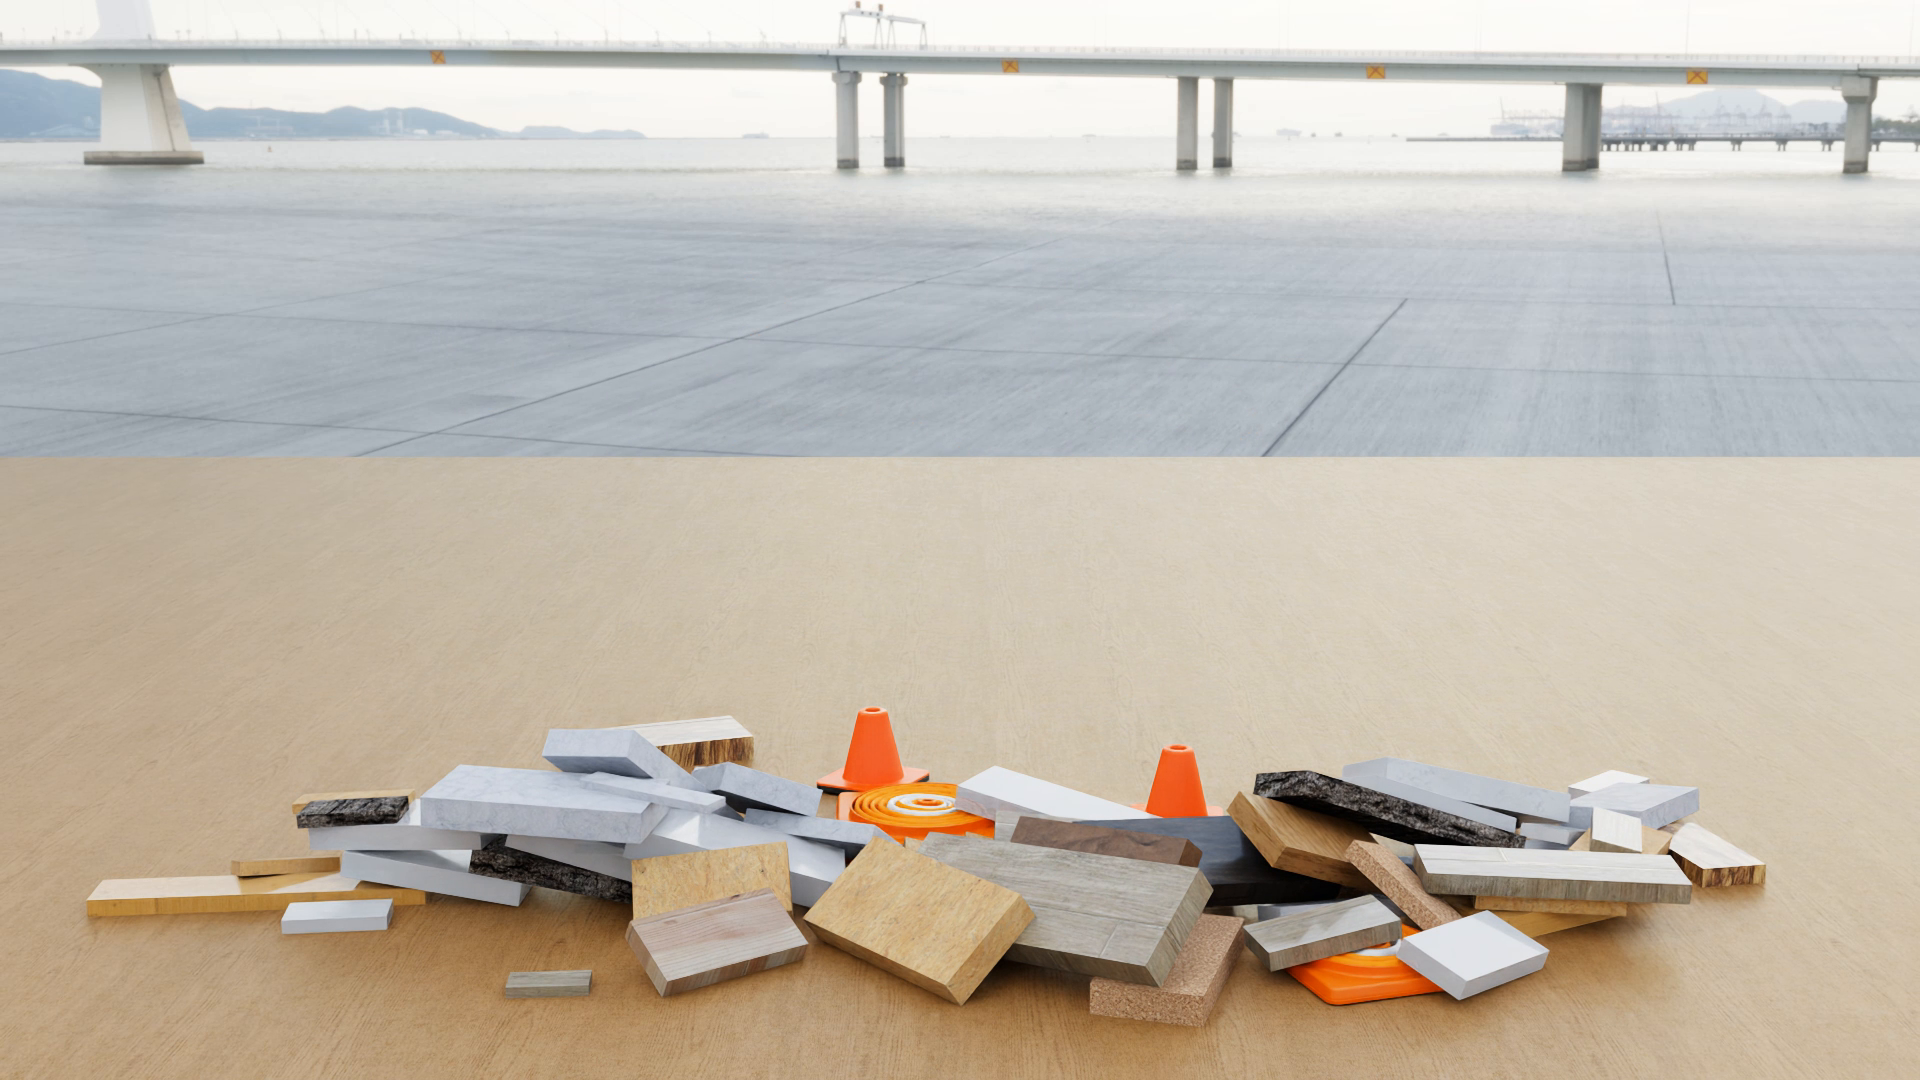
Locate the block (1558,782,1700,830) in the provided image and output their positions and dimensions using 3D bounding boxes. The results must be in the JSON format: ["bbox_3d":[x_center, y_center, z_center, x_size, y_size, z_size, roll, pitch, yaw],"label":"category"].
[{"bbox_3d":[1.216,0.486,3.989,0.150,0.043,0.301,0,3,37],"label":"block"}]

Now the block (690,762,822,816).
[{"bbox_3d":[-0.367,0.446,3.870,0.171,0.048,0.342,19,-13,-14],"label":"block"}]

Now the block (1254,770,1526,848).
[{"bbox_3d":[0.721,0.465,3.681,0.456,0.041,0.146,18,-16,-23],"label":"block"}]

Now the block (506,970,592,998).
[{"bbox_3d":[-0.608,0.658,3.257,0.121,0.017,0.060,-1,11,-4],"label":"block"}]

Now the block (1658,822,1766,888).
[{"bbox_3d":[1.281,0.545,3.819,0.117,0.033,0.233,-2,11,-12],"label":"block"}]

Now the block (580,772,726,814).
[{"bbox_3d":[-0.493,0.403,3.515,0.247,0.015,0.051,8,12,27],"label":"block"}]

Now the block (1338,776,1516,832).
[{"bbox_3d":[0.794,0.469,3.806,0.301,0.043,0.150,18,-16,-23],"label":"block"}]

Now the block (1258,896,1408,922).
[{"bbox_3d":[0.593,0.590,3.500,0.212,0.030,0.106,-2,-7,-12],"label":"block"}]

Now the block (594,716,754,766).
[{"bbox_3d":[-0.608,0.417,4.467,0.342,0.048,0.171,-4,11,-21],"label":"block"}]

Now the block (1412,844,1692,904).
[{"bbox_3d":[0.935,0.529,3.487,0.411,0.034,0.118,2,14,1],"label":"block"}]

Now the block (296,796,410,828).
[{"bbox_3d":[-1.001,0.449,3.630,0.163,0.023,0.081,-3,10,1],"label":"block"}]

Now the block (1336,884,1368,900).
[{"bbox_3d":[0.627,0.562,3.632,0.144,0.020,0.072,-14,37,-20],"label":"block"}]

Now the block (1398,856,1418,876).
[{"bbox_3d":[0.733,0.555,3.722,0.103,0.052,0.015,2,49,8],"label":"block"}]

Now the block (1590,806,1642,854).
[{"bbox_3d":[1.107,0.498,3.714,0.081,0.023,0.161,15,16,13],"label":"block"}]

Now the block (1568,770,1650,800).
[{"bbox_3d":[1.245,0.476,4.220,0.161,0.023,0.081,-10,14,-43],"label":"block"}]

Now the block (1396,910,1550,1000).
[{"bbox_3d":[0.768,0.618,3.287,0.233,0.033,0.117,-5,28,-45],"label":"block"}]

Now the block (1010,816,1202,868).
[{"bbox_3d":[0.200,0.525,3.376,0.330,0.165,0.047,2,-31,43],"label":"block"}]

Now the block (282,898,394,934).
[{"bbox_3d":[-0.998,0.604,3.530,0.163,0.023,0.081,-1,11,-7],"label":"block"}]

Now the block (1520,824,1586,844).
[{"bbox_3d":[1.025,0.504,3.771,0.081,0.023,0.161,7,-3,32],"label":"block"}]

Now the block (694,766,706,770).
[{"bbox_3d":[-0.471,0.476,4.207,0.099,0.028,0.198,0,11,2],"label":"block"}]

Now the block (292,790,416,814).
[{"bbox_3d":[-1.021,0.440,3.704,0.191,0.017,0.060,-3,10,3],"label":"block"}]

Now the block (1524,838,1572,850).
[{"bbox_3d":[1.039,0.548,3.805,0.233,0.033,0.117,-5,12,-25],"label":"block"}]

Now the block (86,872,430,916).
[{"bbox_3d":[-1.152,0.582,3.635,0.536,0.028,0.099,-1,11,-6],"label":"block"}]

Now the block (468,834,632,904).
[{"bbox_3d":[-0.655,0.539,3.665,0.296,0.042,0.148,12,10,-4],"label":"block"}]

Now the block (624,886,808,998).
[{"bbox_3d":[-0.367,0.606,3.330,0.248,0.035,0.124,-8,43,-37],"label":"block"}]

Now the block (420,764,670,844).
[{"bbox_3d":[-0.665,0.424,3.547,0.358,0.051,0.179,3,11,7],"label":"block"}]

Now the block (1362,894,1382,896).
[{"bbox_3d":[0.719,0.593,3.615,0.104,0.015,0.052,-3,11,-17],"label":"block"}]

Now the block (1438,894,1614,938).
[{"bbox_3d":[0.916,0.590,3.557,0.292,0.041,0.146,-6,12,-30],"label":"block"}]

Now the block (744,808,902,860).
[{"bbox_3d":[-0.235,0.509,3.766,0.248,0.035,0.124,4,-22,25],"label":"block"}]

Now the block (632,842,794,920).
[{"bbox_3d":[-0.393,0.555,3.486,0.247,0.035,0.124,-7,53,-2],"label":"block"}]

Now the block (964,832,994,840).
[{"bbox_3d":[0.102,0.544,3.645,0.202,0.029,0.101,15,20,-5],"label":"block"}]

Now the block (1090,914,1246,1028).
[{"bbox_3d":[0.315,0.636,3.296,0.165,0.047,0.330,3,11,17],"label":"block"}]

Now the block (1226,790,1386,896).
[{"bbox_3d":[0.578,0.492,3.546,0.292,0.041,0.146,19,21,-35],"label":"block"}]

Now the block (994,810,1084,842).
[{"bbox_3d":[0.169,0.498,3.574,0.230,0.033,0.115,6,29,0],"label":"block"}]

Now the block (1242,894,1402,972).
[{"bbox_3d":[0.546,0.592,3.318,0.212,0.030,0.106,-12,14,-12],"label":"block"}]

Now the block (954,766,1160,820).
[{"bbox_3d":[0.212,0.494,3.887,0.423,0.043,0.150,15,15,25],"label":"block"}]

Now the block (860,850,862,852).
[{"bbox_3d":[-0.064,0.558,3.564,0.202,0.101,0.029,1,-20,6],"label":"block"}]

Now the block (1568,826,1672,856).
[{"bbox_3d":[1.117,0.527,3.724,0.118,0.034,0.237,19,18,27],"label":"block"}]

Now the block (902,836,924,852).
[{"bbox_3d":[0.003,0.548,3.658,0.202,0.029,0.101,15,12,-6],"label":"block"}]

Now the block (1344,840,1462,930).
[{"bbox_3d":[0.706,0.553,3.444,0.106,0.030,0.212,18,21,-51],"label":"block"}]

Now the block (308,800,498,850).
[{"bbox_3d":[-0.911,0.472,3.657,0.296,0.042,0.148,-2,10,10],"label":"block"}]

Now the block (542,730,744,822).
[{"bbox_3d":[-0.530,0.426,3.743,0.171,0.048,0.382,-2,-31,27],"label":"block"}]

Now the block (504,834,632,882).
[{"bbox_3d":[-0.560,0.507,3.657,0.358,0.051,0.179,17,10,-4],"label":"block"}]

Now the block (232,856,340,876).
[{"bbox_3d":[-1.141,0.550,3.719,0.163,0.023,0.081,1,-6,-28],"label":"block"}]

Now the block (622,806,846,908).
[{"bbox_3d":[-0.369,0.517,3.631,0.358,0.051,0.179,16,10,-7],"label":"block"}]

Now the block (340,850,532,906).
[{"bbox_3d":[-0.864,0.543,3.671,0.296,0.042,0.148,10,10,0],"label":"block"}]

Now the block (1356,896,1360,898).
[{"bbox_3d":[0.600,0.579,3.671,0.144,0.020,0.072,-1,11,-7],"label":"block"}]

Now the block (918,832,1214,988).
[{"bbox_3d":[0.117,0.551,3.320,0.533,0.050,0.177,1,45,42],"label":"block"}]

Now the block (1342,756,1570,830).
[{"bbox_3d":[0.874,0.449,3.888,0.355,0.050,0.177,13,-14,-14],"label":"block"}]

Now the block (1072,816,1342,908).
[{"bbox_3d":[0.395,0.516,3.538,0.428,0.047,0.165,2,32,-26],"label":"block"}]

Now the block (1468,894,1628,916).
[{"bbox_3d":[0.933,0.556,3.518,0.237,0.034,0.118,3,14,1],"label":"block"}]

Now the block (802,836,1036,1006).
[{"bbox_3d":[-0.067,0.575,3.352,0.355,0.050,0.177,12,53,49],"label":"block"}]
